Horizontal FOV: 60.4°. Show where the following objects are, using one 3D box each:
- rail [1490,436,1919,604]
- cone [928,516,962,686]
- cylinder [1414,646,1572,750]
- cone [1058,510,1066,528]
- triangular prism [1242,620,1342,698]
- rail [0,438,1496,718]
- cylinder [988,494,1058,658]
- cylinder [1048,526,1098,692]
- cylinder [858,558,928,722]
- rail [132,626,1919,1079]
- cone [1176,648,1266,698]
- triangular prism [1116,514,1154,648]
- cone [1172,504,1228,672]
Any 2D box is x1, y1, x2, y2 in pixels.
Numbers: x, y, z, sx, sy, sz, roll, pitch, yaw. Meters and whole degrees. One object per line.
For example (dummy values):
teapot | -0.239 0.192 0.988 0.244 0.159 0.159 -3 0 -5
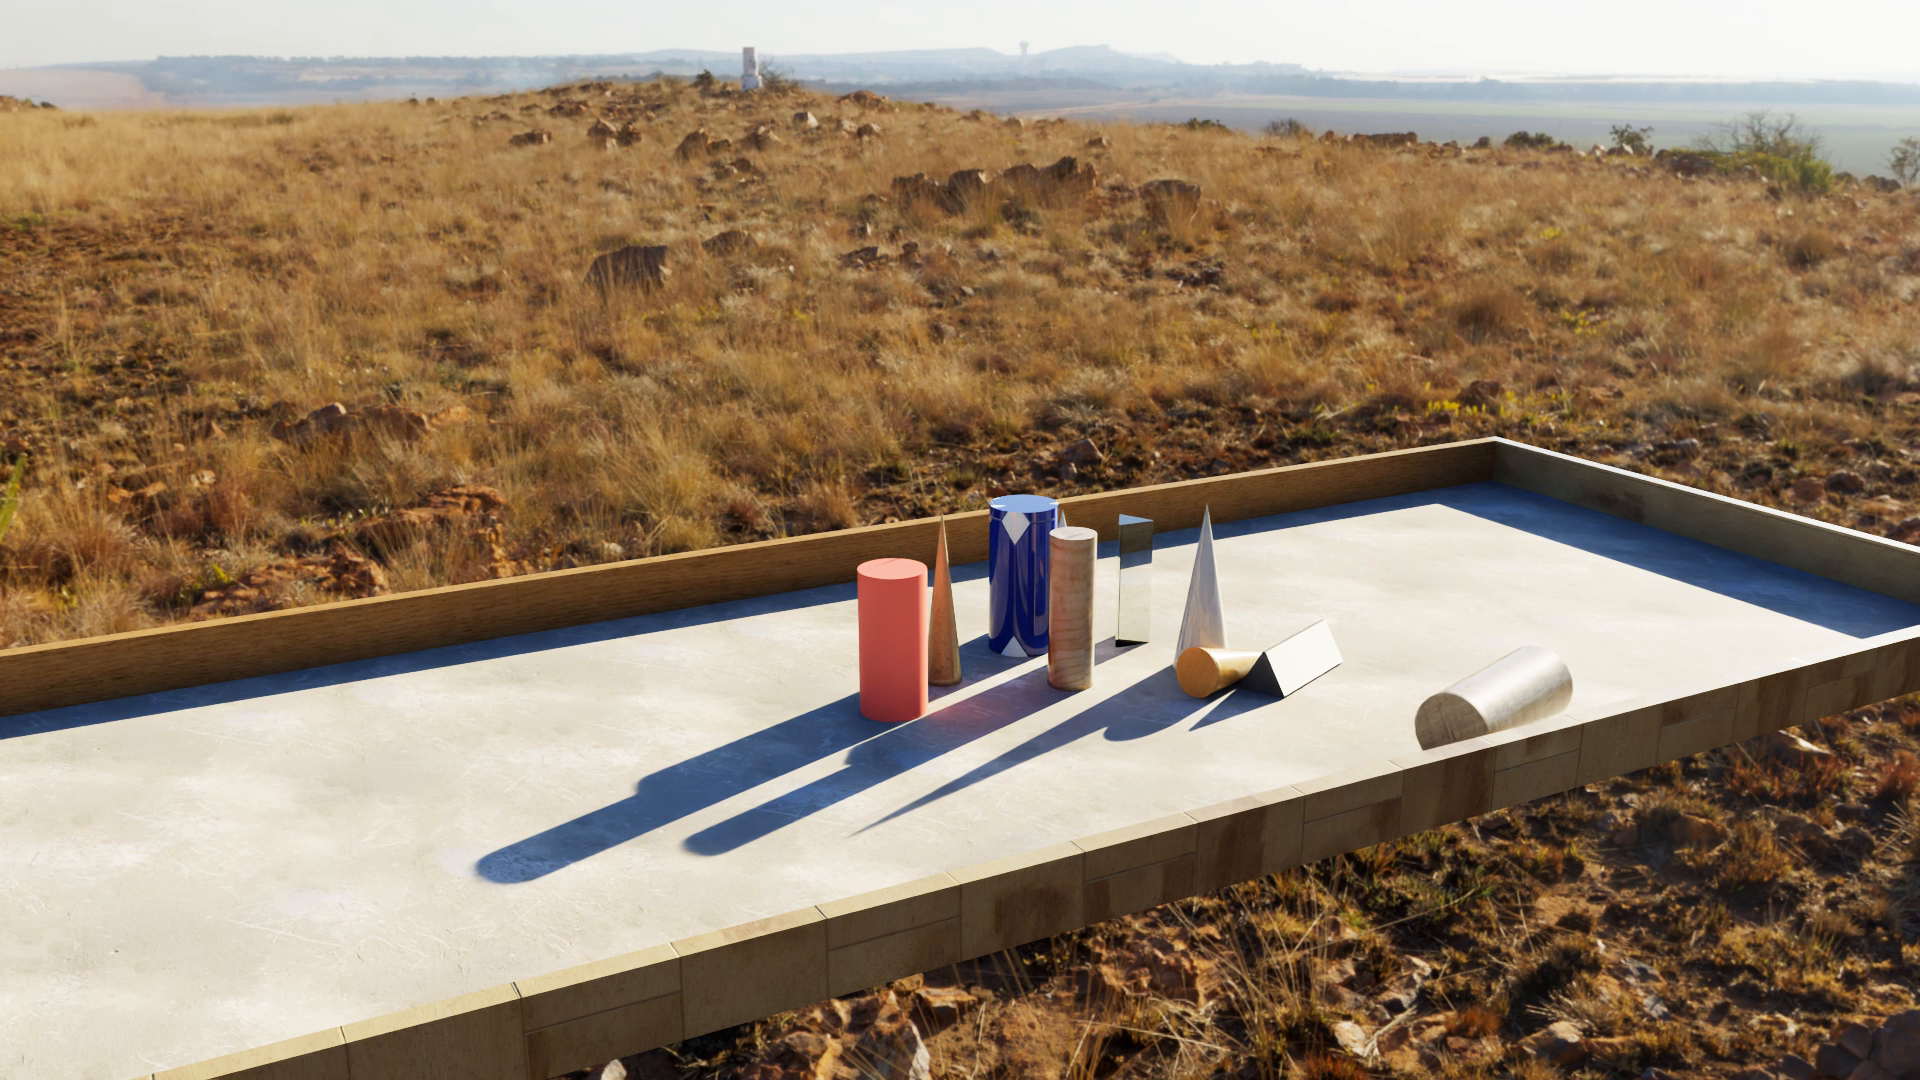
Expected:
rail | 2.466 -0.048 5.253 0.050 0.150 2.100 -9 18 -27
cone | -0.044 0.138 4.094 0.101 0.447 0.101 0 16 0
cylinder | 1.220 0.378 3.757 0.177 0.177 0.420 15 22 41
cone | 0.284 0.062 4.606 0.140 0.304 0.140 0 16 0
triangular prism | 0.844 0.290 4.172 0.122 0.105 0.314 13 21 37
rail | -3.305 0.497 3.399 12.000 0.150 0.050 -9 18 -27
cylinder | 0.166 0.093 4.343 0.179 0.392 0.179 0 16 0
cylinder | 0.277 0.171 4.079 0.116 0.391 0.116 0 16 0
cylinder | -0.159 0.237 3.920 0.164 0.355 0.164 0 16 0
rail | -2.336 1.006 1.665 12.000 0.150 0.050 -9 18 -27
cone | 0.737 0.310 4.188 0.448 0.125 0.125 -5 15 -45
triangular prism | 0.444 0.106 4.394 0.101 0.339 0.088 -7 18 -23
cone | 0.618 0.117 4.171 0.152 0.440 0.152 -1 17 0
